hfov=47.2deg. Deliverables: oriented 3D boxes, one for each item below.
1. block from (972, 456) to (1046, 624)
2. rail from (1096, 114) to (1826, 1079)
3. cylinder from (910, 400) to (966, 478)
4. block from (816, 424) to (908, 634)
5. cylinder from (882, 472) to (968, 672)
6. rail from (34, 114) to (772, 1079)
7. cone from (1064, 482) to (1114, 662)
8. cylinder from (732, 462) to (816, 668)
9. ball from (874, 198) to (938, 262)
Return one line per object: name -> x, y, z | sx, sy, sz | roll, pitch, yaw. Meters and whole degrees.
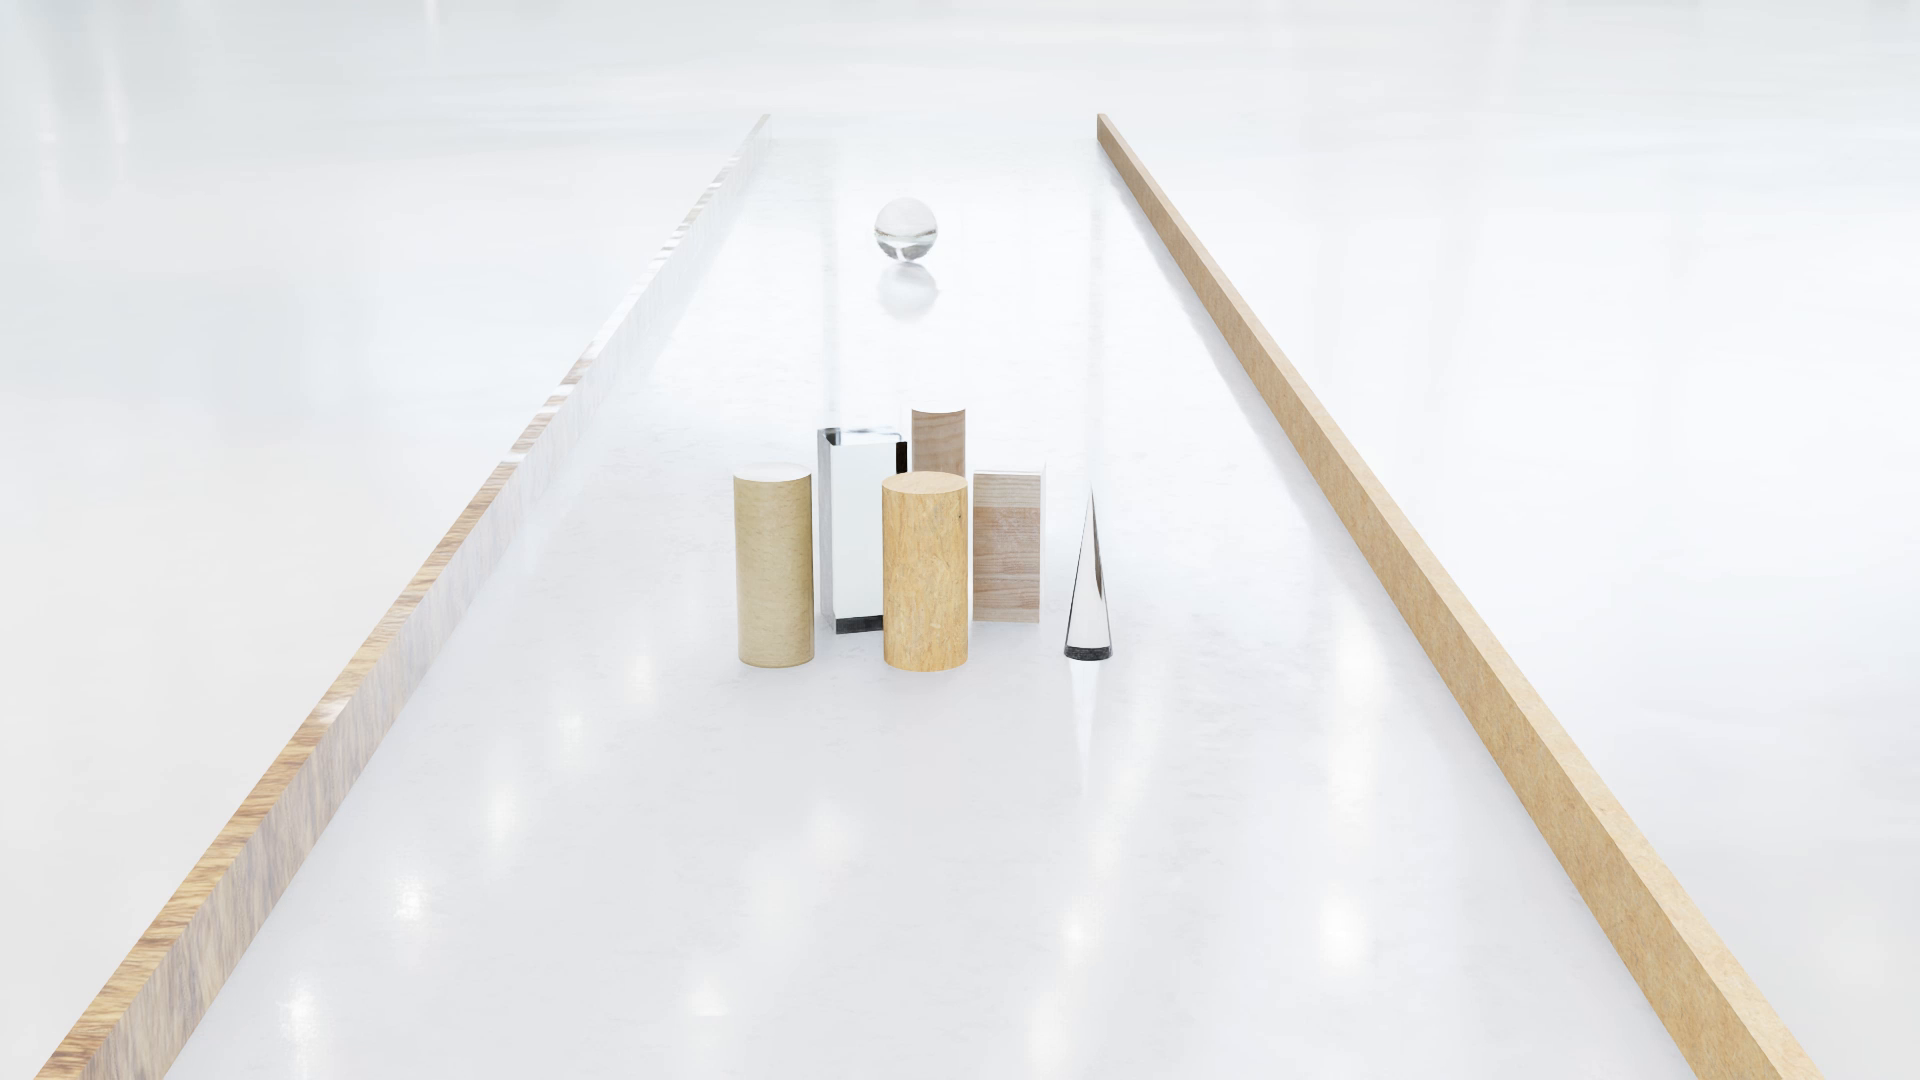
block -> 0.105, -0.002, 4.665 | 0.142, 0.323, 0.142 | 2, 17, 6
rail -> 0.932, -0.844, 7.801 | 0.050, 0.150, 12.000 | 0, 17, -1
cylinder -> -0.047, -0.107, 4.898 | 0.122, 0.391, 0.122 | 0, 17, 0
block -> -0.203, -0.024, 4.600 | 0.156, 0.404, 0.156 | -4, 17, -15
cylinder -> -0.069, 0.062, 4.379 | 0.170, 0.365, 0.170 | 0, 17, 0
rail -> -1.118, -0.838, 7.780 | 0.050, 0.150, 12.000 | 0, 17, -1
cone -> 0.260, 0.056, 4.406 | 0.102, 0.362, 0.102 | 0, 17, 0
cylinder -> -0.370, 0.049, 4.387 | 0.155, 0.384, 0.155 | 0, 17, 0
ball -> -0.222, -1.281, 9.070 | 0.264, 0.264, 0.264 | 0, 17, 0
